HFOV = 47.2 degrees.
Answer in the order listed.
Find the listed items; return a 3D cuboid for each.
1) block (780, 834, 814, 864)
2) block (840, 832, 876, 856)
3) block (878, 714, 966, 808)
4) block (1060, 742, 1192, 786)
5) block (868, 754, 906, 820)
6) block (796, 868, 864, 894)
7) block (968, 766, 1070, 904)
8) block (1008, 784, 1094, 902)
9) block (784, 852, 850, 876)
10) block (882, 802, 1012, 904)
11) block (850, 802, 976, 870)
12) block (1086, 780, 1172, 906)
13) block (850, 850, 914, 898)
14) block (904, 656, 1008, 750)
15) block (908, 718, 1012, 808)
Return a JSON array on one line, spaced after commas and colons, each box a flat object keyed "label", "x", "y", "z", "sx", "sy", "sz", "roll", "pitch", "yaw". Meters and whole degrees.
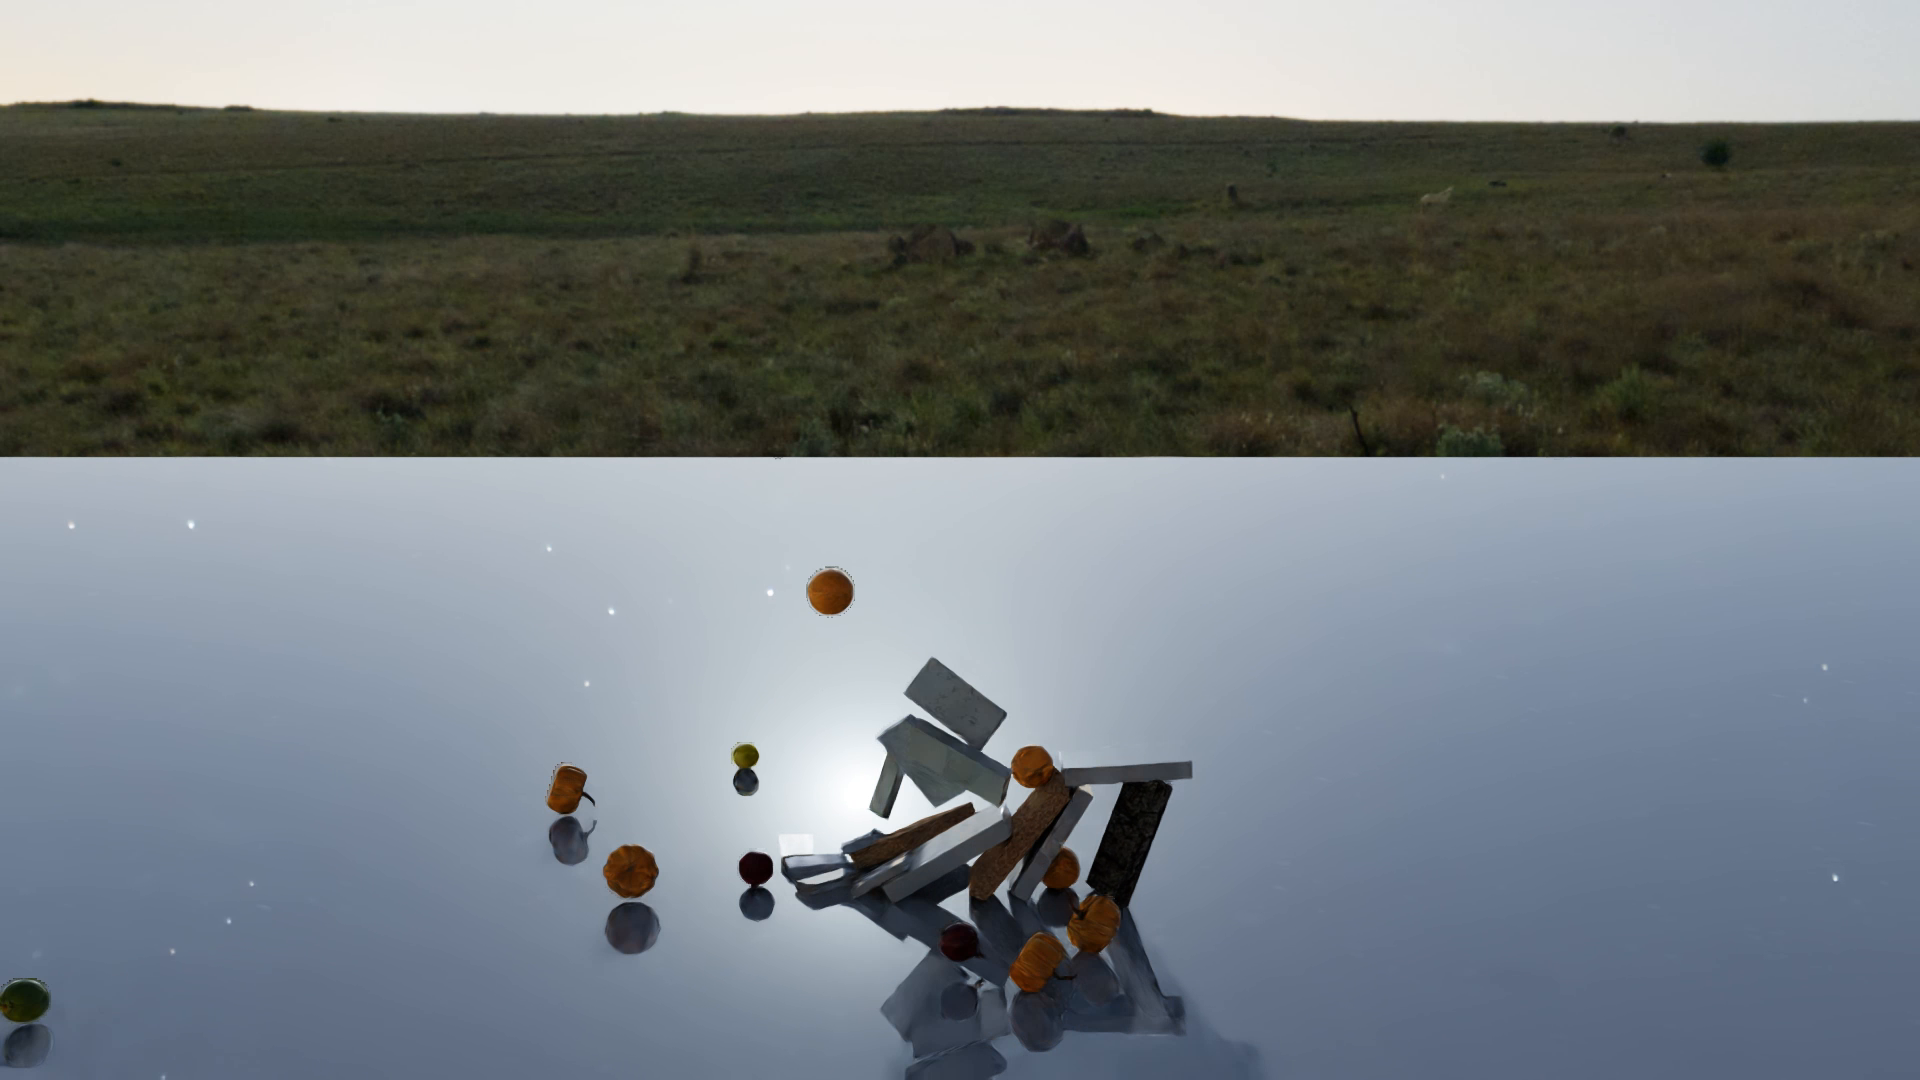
[{"label": "block", "x": -0.288, "y": 0.544, "z": 3.872, "sx": 0.057, "sy": 0.016, "sz": 0.114, "roll": -1, "pitch": 11, "yaw": -5}, {"label": "block", "x": -0.177, "y": 0.525, "z": 3.803, "sx": 0.057, "sy": 0.016, "sz": 0.114, "roll": -21, "pitch": -4, "yaw": -5}, {"label": "block", "x": -0.061, "y": 0.373, "z": 3.706, "sx": 0.079, "sy": 0.158, "sz": 0.022, "roll": -35, "pitch": 7, "yaw": 39}, {"label": "block", "x": 0.274, "y": 0.372, "z": 3.647, "sx": 0.210, "sy": 0.030, "sz": 0.105, "roll": -4, "pitch": 12, "yaw": -1}, {"label": "block", "x": -0.131, "y": 0.449, "z": 4.030, "sx": 0.016, "sy": 0.114, "sz": 0.057, "roll": 19, "pitch": 1, "yaw": -30}, {"label": "block", "x": -0.218, "y": 0.573, "z": 3.699, "sx": 0.106, "sy": 0.015, "sz": 0.053, "roll": -9, "pitch": 5, "yaw": -40}, {"label": "block", "x": 0.098, "y": 0.490, "z": 3.654, "sx": 0.033, "sy": 0.229, "sz": 0.115, "roll": 37, "pitch": 10, "yaw": -6}, {"label": "block", "x": 0.149, "y": 0.492, "z": 3.659, "sx": 0.030, "sy": 0.210, "sz": 0.105, "roll": 31, "pitch": 6, "yaw": -8}, {"label": "block", "x": -0.247, "y": 0.559, "z": 3.794, "sx": 0.106, "sy": 0.015, "sz": 0.053, "roll": -3, "pitch": 11, "yaw": -15}, {"label": "block", "x": -0.020, "y": 0.517, "z": 3.660, "sx": 0.230, "sy": 0.033, "sz": 0.115, "roll": -31, "pitch": 9, "yaw": 6}, {"label": "block", "x": -0.079, "y": 0.517, "z": 3.847, "sx": 0.115, "sy": 0.033, "sz": 0.229, "roll": -23, "pitch": -4, "yaw": 34}, {"label": "block", "x": 0.280, "y": 0.490, "z": 3.645, "sx": 0.030, "sy": 0.210, "sz": 0.105, "roll": 20, "pitch": 2, "yaw": -24}, {"label": "block", "x": -0.130, "y": 0.556, "z": 3.656, "sx": 0.106, "sy": 0.015, "sz": 0.053, "roll": -31, "pitch": 6, "yaw": 15}, {"label": "block", "x": -0.007, "y": 0.271, "z": 3.630, "sx": 0.158, "sy": 0.079, "sz": 0.022, "roll": 37, "pitch": -2, "yaw": 10}, {"label": "block", "x": -0.001, "y": 0.366, "z": 3.623, "sx": 0.180, "sy": 0.079, "sz": 0.022, "roll": 28, "pitch": 48, "yaw": 17}]
